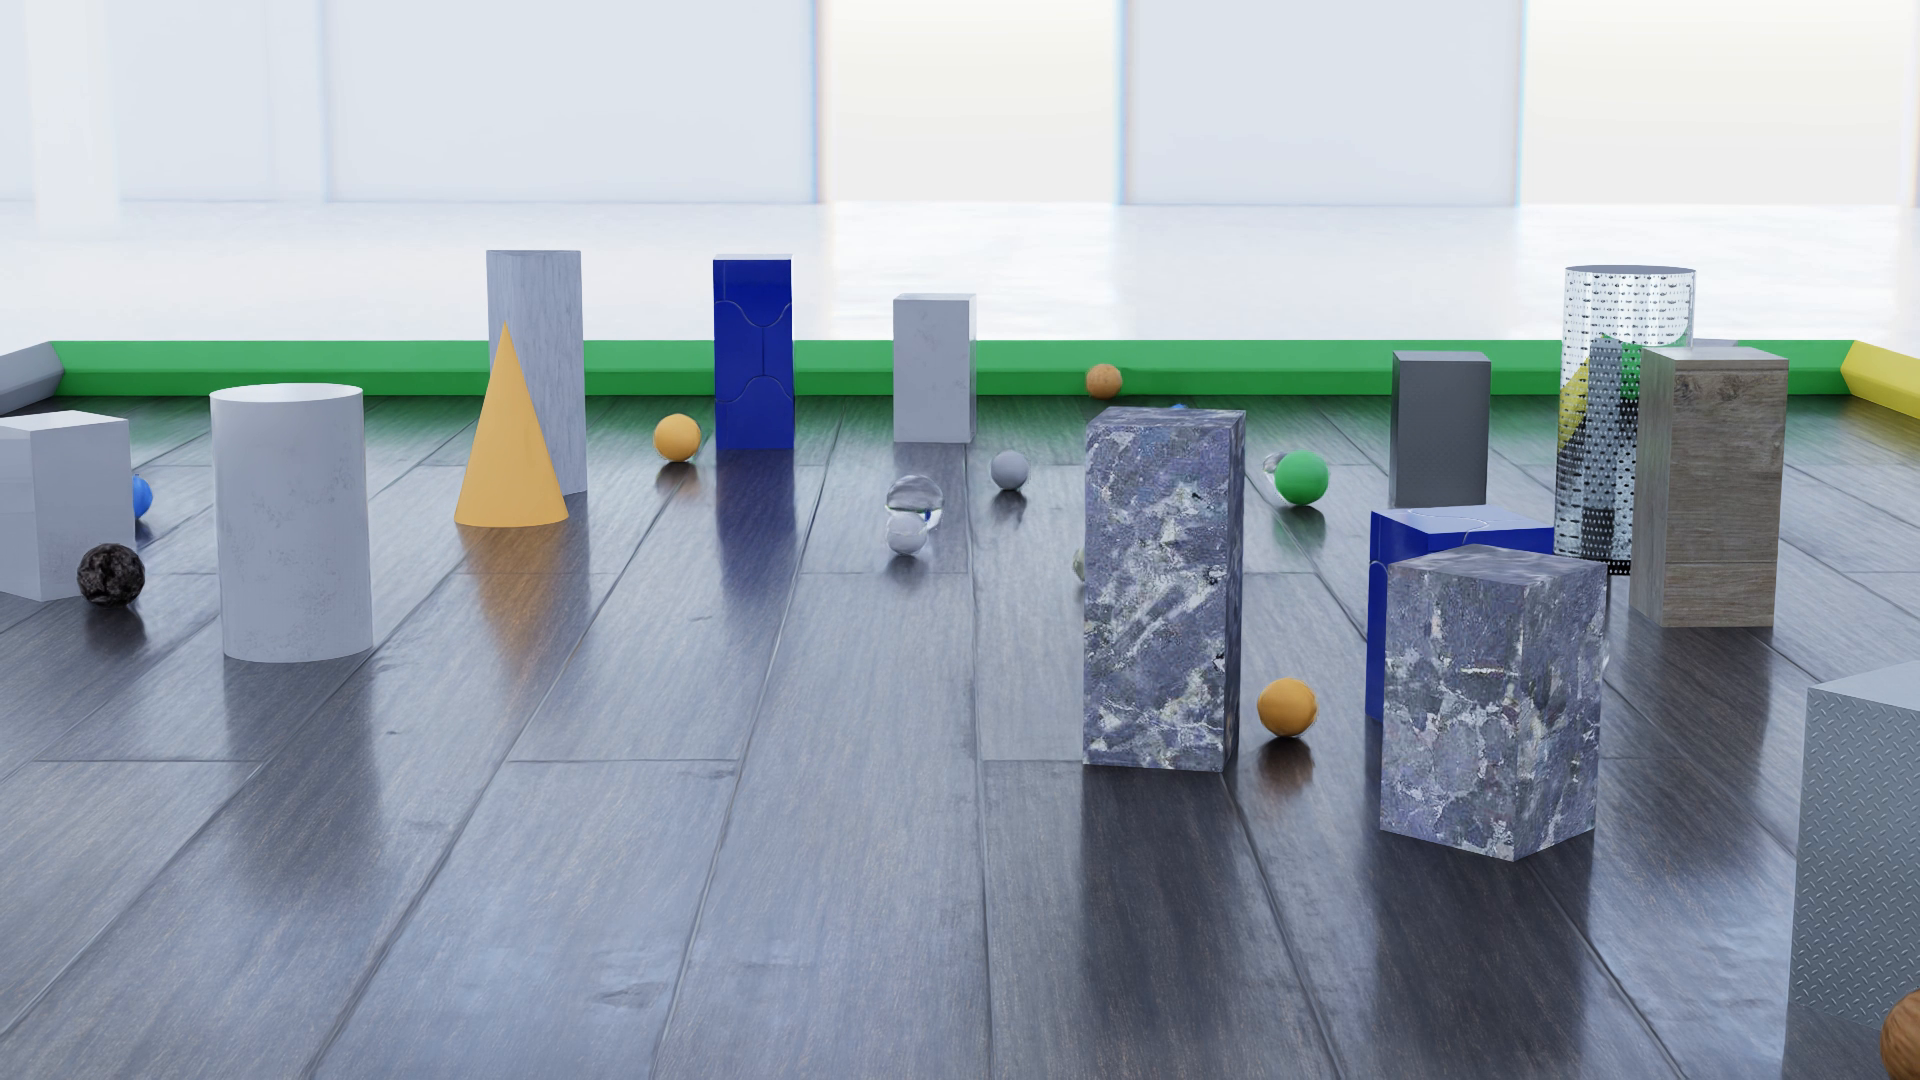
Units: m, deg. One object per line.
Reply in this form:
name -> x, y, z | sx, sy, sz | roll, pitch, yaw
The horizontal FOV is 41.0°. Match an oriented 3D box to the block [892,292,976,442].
block -> -0.048, -0.337, 4.996 | 0.147, 0.275, 0.147 | 1, 11, 6

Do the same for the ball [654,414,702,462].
ball -> -0.519, -0.188, 4.714 | 0.087, 0.087, 0.087 | 0, 11, 0

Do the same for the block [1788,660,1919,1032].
block -> 0.753, 0.239, 1.977 | 0.147, 0.253, 0.147 | -8, 13, -37

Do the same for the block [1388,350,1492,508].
block -> 0.797, -0.186, 4.274 | 0.147, 0.243, 0.147 | 1, 11, 5

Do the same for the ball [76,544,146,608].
ball -> -1.141, 0.048, 3.449 | 0.088, 0.088, 0.088 | 0, 11, 0

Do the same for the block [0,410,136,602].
block -> -1.257, -0.050, 3.573 | 0.147, 0.235, 0.147 | 9, 14, 41

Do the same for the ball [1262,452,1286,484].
ball -> 0.553, -0.124, 4.447 | 0.058, 0.058, 0.058 | 0, 11, 0

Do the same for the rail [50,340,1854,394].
rail -> -0.013, -0.375, 5.619 | 3.966, 0.119, 0.045 | 0, 11, 0

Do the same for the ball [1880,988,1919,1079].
ball -> 0.693, 0.356, 1.801 | 0.088, 0.088, 0.088 | 0, 11, 0

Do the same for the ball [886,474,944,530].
ball -> -0.070, -0.056, 3.994 | 0.092, 0.092, 0.092 | 0, 11, 0

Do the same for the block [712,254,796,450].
block -> -0.392, -0.362, 4.904 | 0.147, 0.358, 0.147 | 0, 11, -2

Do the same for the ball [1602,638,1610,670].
ball -> 0.742, 0.134, 3.057 | 0.063, 0.063, 0.063 | 0, 11, 0

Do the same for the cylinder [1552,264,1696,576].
cylinder -> 0.962, -0.177, 3.719 | 0.184, 0.430, 0.184 | 0, 11, 0

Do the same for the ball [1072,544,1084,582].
ball -> 0.187, 0.032, 3.608 | 0.059, 0.059, 0.059 | 0, 11, 0

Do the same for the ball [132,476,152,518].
ball -> -1.333, -0.069, 4.116 | 0.071, 0.071, 0.071 | 0, 11, 0

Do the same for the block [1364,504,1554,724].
block -> 0.548, 0.091, 2.826 | 0.147, 0.232, 0.147 | -3, 11, -15

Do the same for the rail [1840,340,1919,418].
rail -> 1.959, 0.029, 3.461 | 0.045, 0.119, 4.461 | 0, 11, 0

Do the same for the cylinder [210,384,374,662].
cylinder -> -0.833, -0.025, 3.201 | 0.184, 0.322, 0.184 | 0, 11, 0

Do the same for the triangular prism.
triangular prism -> -0.741, -0.282, 4.335 | 0.138, 0.409, 0.159 | 7, 13, 32

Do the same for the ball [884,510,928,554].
ball -> -0.081, -0.011, 3.825 | 0.065, 0.065, 0.065 | 0, 11, 0

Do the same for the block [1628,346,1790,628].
block -> 0.984, -0.072, 3.380 | 0.147, 0.349, 0.147 | 0, 11, -2

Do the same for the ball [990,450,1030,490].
ball -> 0.086, -0.120, 4.401 | 0.067, 0.067, 0.067 | 0, 11, 0

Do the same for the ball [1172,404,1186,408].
ball -> 0.443, -0.252, 5.174 | 0.043, 0.043, 0.043 | 0, 11, 0

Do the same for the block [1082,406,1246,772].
block -> 0.217, 0.048, 2.712 | 0.147, 0.358, 0.147 | 2, 11, 13

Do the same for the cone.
cone -> -0.724, -0.194, 4.111 | 0.184, 0.319, 0.184 | 0, 11, 0

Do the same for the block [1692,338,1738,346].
block -> 1.206, -0.197, 4.273 | 0.147, 0.266, 0.147 | 4, 11, 22

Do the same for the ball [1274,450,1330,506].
ball -> 0.566, -0.103, 4.247 | 0.091, 0.091, 0.091 | 0, 11, 0

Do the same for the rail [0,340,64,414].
rail -> -1.959, 0.033, 3.439 | 0.045, 0.119, 4.461 | 0, 11, 0

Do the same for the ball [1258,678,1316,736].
ball -> 0.356, 0.182, 2.795 | 0.064, 0.064, 0.064 | 0, 11, 0

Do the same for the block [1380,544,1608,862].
block -> 0.507, 0.150, 2.440 | 0.147, 0.259, 0.147 | 10, 14, 43

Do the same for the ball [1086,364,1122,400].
ball -> 0.313, -0.344, 5.565 | 0.079, 0.079, 0.079 | 0, 11, 0
